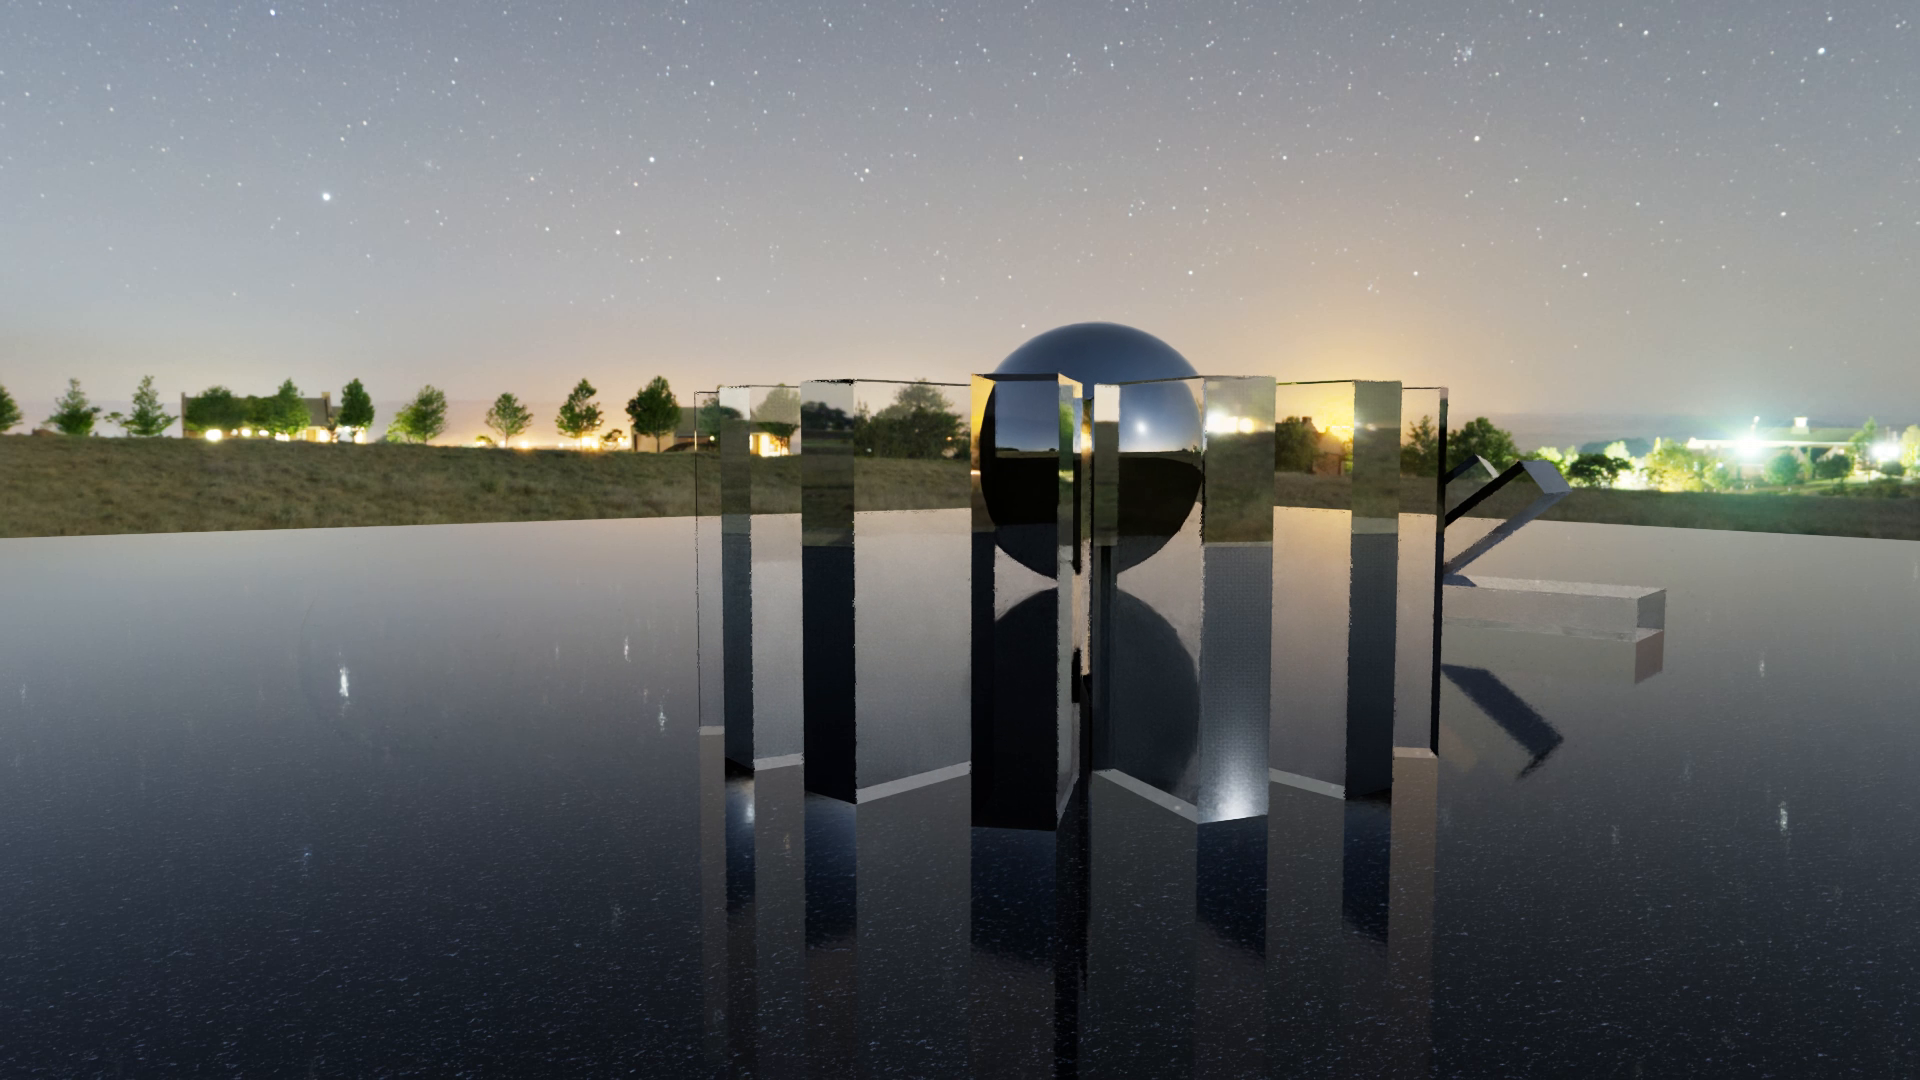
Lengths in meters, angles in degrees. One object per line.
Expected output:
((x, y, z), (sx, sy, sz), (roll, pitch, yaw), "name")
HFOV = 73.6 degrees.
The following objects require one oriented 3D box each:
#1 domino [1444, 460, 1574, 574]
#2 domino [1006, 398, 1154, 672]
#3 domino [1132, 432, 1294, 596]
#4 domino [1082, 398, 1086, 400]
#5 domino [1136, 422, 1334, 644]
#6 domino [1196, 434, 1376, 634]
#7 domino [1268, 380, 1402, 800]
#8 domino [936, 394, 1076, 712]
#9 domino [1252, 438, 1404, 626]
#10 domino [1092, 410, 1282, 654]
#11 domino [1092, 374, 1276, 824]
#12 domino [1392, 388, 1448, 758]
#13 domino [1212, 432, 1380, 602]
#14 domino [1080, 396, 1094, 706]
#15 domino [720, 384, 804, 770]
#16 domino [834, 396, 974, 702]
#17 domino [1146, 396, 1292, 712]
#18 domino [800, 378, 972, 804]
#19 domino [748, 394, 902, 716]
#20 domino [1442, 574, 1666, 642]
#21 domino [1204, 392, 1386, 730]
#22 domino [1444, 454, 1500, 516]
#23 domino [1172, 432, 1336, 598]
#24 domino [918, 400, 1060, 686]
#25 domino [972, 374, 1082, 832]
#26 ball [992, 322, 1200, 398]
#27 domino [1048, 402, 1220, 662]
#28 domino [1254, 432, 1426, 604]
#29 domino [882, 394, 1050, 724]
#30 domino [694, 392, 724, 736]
((0.126, -0.001, 0.321), (0.025, 0.009, 0.050), (-5, -32, -50), "domino")
((0.023, -0.002, 0.249), (0.010, 0.050, 0.025), (-13, 11, -36), "domino")
((0.071, -0.007, 0.361), (0.010, 0.050, 0.025), (43, 25, 23), "domino")
((0.014, -0.001, 0.244), (0.009, 0.050, 0.025), (-13, 11, -36), "domino")
((0.059, -0.001, 0.274), (0.025, 0.050, 0.009), (5, 41, 49), "domino")
((0.073, -0.001, 0.284), (0.025, 0.050, 0.010), (4, 45, 39), "domino")
((0.042, 0.005, 0.164), (0.010, 0.050, 0.025), (-3, 5, -37), "domino")
((0.007, 0.001, 0.215), (0.009, 0.050, 0.025), (-5, 6, -31), "domino")
((0.085, -0.001, 0.294), (0.025, 0.050, 0.010), (3, 46, 30), "domino")
((0.047, -0.002, 0.265), (0.010, 0.050, 0.025), (-35, 24, -31), "domino")
((0.026, 0.006, 0.155), (0.010, 0.050, 0.025), (-2, 5, -22), "domino")
((0.053, 0.004, 0.179), (0.025, 0.050, 0.010), (1, 4, 10), "domino")
((0.091, -0.006, 0.348), (0.010, 0.050, 0.025), (43, 25, 23), "domino")
((0.026, 0.001, 0.219), (0.010, 0.050, 0.025), (0, 4, 1), "domino")
((-0.019, 0.004, 0.176), (0.025, 0.050, 0.010), (-3, 5, -34), "domino")
((-0.010, 0.001, 0.222), (0.009, 0.050, 0.025), (-6, 7, -38), "domino")
((0.043, 0.002, 0.213), (0.025, 0.050, 0.010), (-4, 6, -39), "domino")
((-0.007, 0.005, 0.162), (0.010, 0.050, 0.025), (4, 6, 43), "domino")
((-0.022, 0.002, 0.210), (0.025, 0.050, 0.010), (3, 5, 35), "domino")
((0.134, 0.015, 0.301), (0.050, 0.010, 0.025), (4, 6, 41), "domino")
((0.051, 0.003, 0.197), (0.025, 0.050, 0.009), (-1, 4, -18), "domino")
((0.117, -0.003, 0.334), (0.050, 0.010, 0.025), (-39, -19, 23), "domino")
((0.081, -0.007, 0.355), (0.010, 0.050, 0.025), (43, 25, 23), "domino")
((0.005, 0.000, 0.235), (0.010, 0.050, 0.025), (-7, 8, -43), "domino")
((0.008, 0.006, 0.152), (0.009, 0.050, 0.025), (1, 4, 11), "domino")
((0.041, -0.027, 0.399), (0.080, 0.080, 0.080), (0, 4, 0), "ball")
((0.035, -0.002, 0.256), (0.010, 0.050, 0.025), (-24, 17, -33), "domino")
((0.101, -0.006, 0.342), (0.009, 0.050, 0.025), (43, 25, 23), "domino")
((0.001, 0.003, 0.198), (0.025, 0.050, 0.009), (1, 6, 7), "domino")
((-0.027, 0.003, 0.193), (0.025, 0.050, 0.010), (-1, 4, -10), "domino")
